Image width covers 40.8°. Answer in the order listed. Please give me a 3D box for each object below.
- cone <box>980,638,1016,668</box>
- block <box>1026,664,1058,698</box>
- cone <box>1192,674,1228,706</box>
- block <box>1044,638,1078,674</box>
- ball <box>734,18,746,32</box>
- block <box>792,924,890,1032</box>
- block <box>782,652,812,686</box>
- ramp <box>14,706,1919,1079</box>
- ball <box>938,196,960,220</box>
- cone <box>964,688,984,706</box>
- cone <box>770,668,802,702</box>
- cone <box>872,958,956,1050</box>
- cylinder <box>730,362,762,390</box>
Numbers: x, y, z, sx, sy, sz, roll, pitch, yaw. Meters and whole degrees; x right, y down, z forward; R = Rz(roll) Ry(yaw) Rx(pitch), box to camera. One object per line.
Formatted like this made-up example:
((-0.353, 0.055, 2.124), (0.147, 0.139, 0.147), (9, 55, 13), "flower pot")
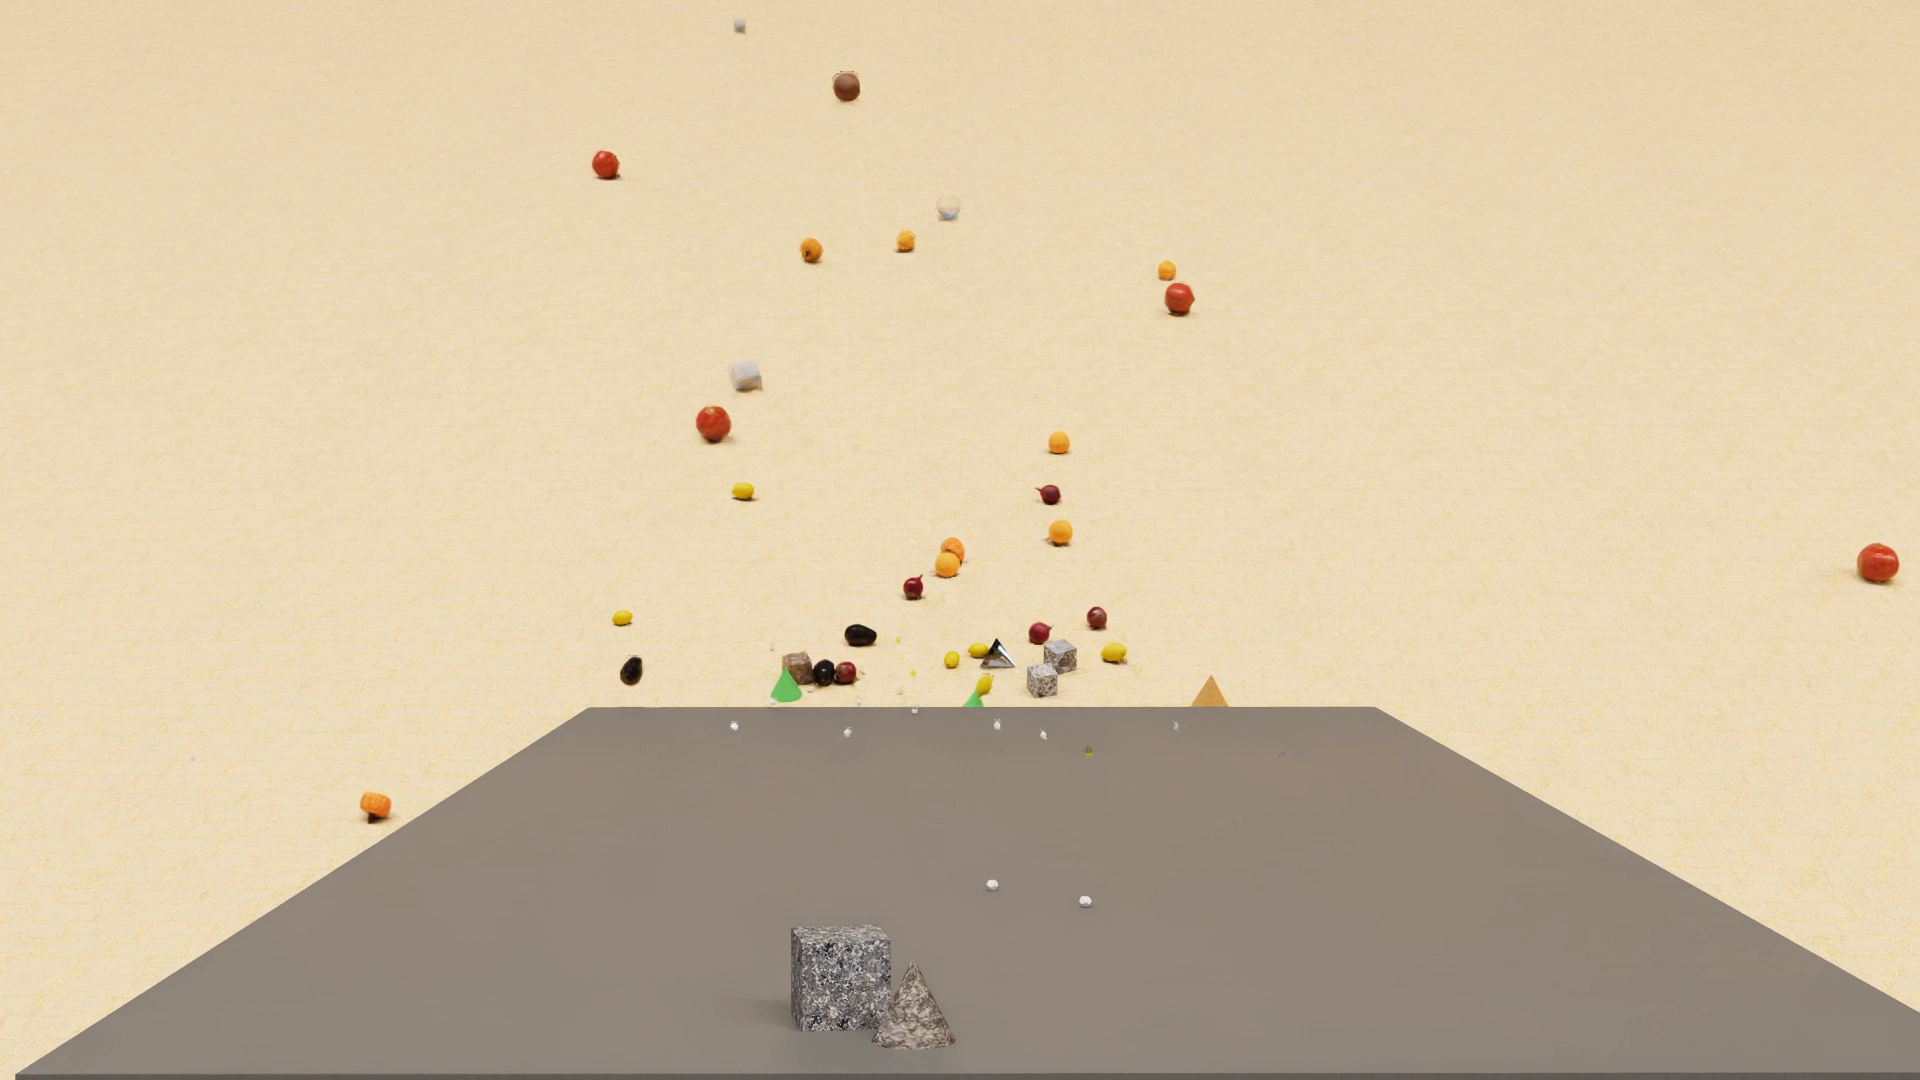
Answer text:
((0.115, 0.321, 6.944), (0.089, 0.089, 0.089), (30, 29, 1), "cone")
((0.217, 0.372, 6.809), (0.064, 0.064, 0.064), (-8, 27, -15), "block")
((0.654, 0.392, 6.726), (0.099, 0.099, 0.099), (0, 26, 0), "cone")
((0.269, 0.314, 6.927), (0.065, 0.065, 0.065), (-14, 29, -27), "block")
((-1.108, -2.590, 12.981), (0.068, 0.068, 0.068), (0, 26, 0), "ball")
((-0.130, 0.476, 2.808), (0.096, 0.096, 0.096), (0, 2, -11), "block")
((-0.433, 0.344, 6.866), (0.064, 0.064, 0.064), (-8, 27, -19), "block")
((0.058, 0.527, 4.565), (2.000, 0.100, 4.000), (0, 2, 0), "ramp")
((-0.043, -1.329, 10.324), (0.092, 0.092, 0.092), (0, 26, 0), "ball")
((0.039, 0.414, 6.699), (0.070, 0.070, 0.070), (8, 18, -2), "cone")
((-0.458, 0.371, 6.787), (0.085, 0.085, 0.085), (0, 26, 0), "cone")
((-0.049, 0.482, 2.711), (0.088, 0.088, 0.088), (0, 2, 0), "cone")
((-0.724, -0.552, 8.709), (0.087, 0.087, 0.087), (-9, 27, -18), "cylinder")
